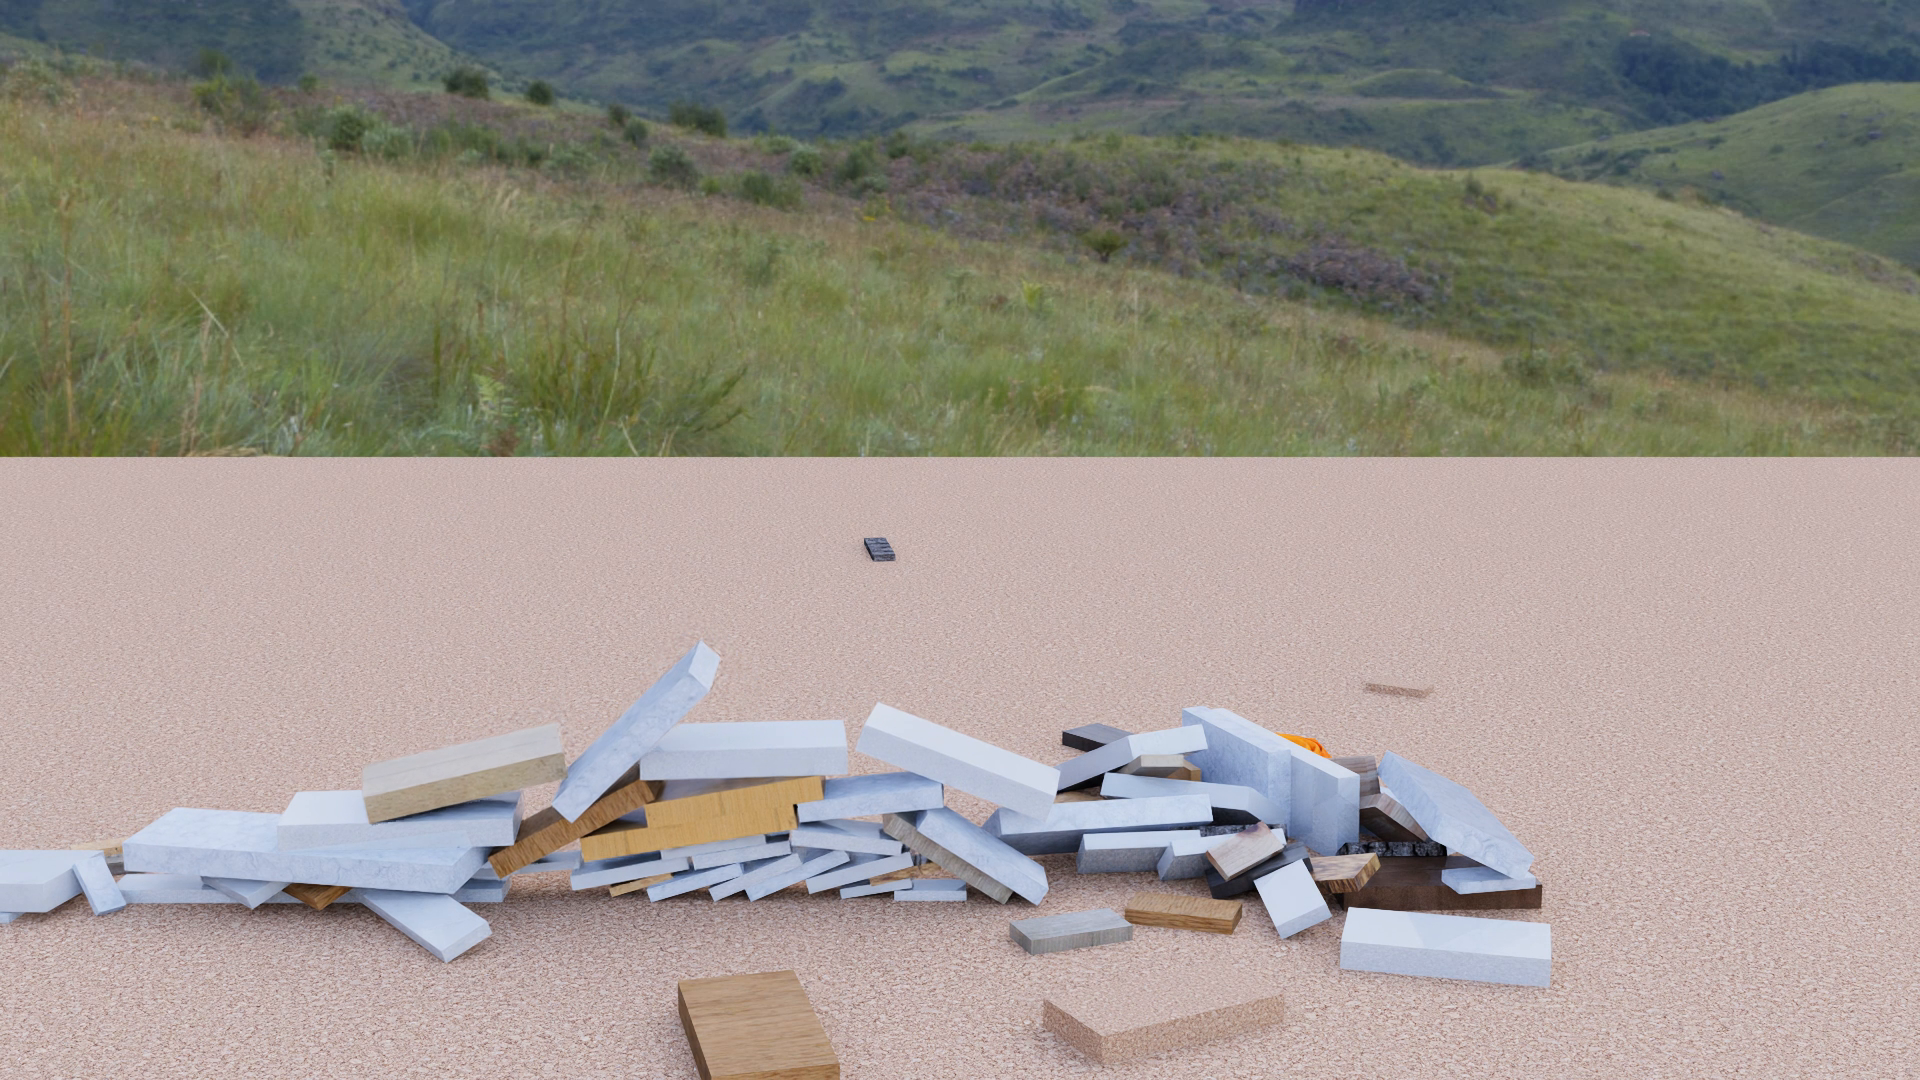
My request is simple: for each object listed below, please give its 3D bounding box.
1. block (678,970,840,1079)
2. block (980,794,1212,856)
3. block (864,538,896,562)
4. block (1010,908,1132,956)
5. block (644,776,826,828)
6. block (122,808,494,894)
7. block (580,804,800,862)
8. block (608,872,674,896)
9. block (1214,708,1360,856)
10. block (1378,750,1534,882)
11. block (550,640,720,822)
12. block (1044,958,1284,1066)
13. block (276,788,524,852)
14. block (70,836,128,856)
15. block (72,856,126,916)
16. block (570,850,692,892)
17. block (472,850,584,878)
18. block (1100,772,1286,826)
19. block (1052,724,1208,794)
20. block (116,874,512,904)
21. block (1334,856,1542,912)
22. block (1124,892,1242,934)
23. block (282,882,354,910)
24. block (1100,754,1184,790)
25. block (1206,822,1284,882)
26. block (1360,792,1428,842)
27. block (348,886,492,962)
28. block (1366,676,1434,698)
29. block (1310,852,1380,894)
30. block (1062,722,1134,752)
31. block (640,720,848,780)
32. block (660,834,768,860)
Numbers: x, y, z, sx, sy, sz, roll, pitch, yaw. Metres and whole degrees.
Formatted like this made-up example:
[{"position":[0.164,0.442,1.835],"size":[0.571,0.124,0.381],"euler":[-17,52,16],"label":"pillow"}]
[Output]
[{"position":[-0.282,0.684,3.031],"size":[0.169,0.048,0.338],"euler":[-3,11,-14],"label":"block"},{"position":[0.230,0.496,3.804],"size":[0.376,0.047,0.167],"euler":[-2,-22,-15],"label":"block"},{"position":[-0.243,0.028,6.644],"size":[0.067,0.019,0.288],"euler":[-1,11,-8],"label":"block"},{"position":[0.175,0.616,3.463],"size":[0.174,0.025,0.087],"euler":[-4,11,-21],"label":"block"},{"position":[-0.370,0.413,3.644],"size":[0.289,0.041,0.144],"euler":[-9,10,0],"label":"block"},{"position":[-1.064,0.506,3.598],"size":[0.564,0.048,0.169],"euler":[2,13,10],"label":"block"},{"position":[-0.443,0.465,3.655],"size":[0.354,0.041,0.144],"euler":[-9,10,2],"label":"block"},{"position":[-0.529,0.565,3.668],"size":[0.106,0.015,0.053],"euler":[-17,10,2],"label":"block"},{"position":[0.582,0.443,4.035],"size":[0.044,0.154,0.489],"euler":[-6,12,-21],"label":"block"},{"position":[0.835,0.464,3.744],"size":[0.163,0.046,0.456],"euler":[26,6,-4],"label":"block"},{"position":[-0.523,0.308,3.562],"size":[0.320,0.045,0.160],"euler":[-43,11,11],"label":"block"},{"position":[0.290,0.668,3.127],"size":[0.308,0.044,0.154],"euler":[-6,12,-29],"label":"block"},{"position":[-0.912,0.456,3.606],"size":[0.372,0.045,0.160],"euler":[-1,13,-5],"label":"block"},{"position":[-1.487,0.534,3.807],"size":[0.096,0.014,0.048],"euler":[-6,12,-29],"label":"block"},{"position":[-1.405,0.564,3.590],"size":[0.048,0.096,0.014],"euler":[-13,-27,-50],"label":"block"},{"position":[-0.547,0.541,3.664],"size":[0.194,0.024,0.086],"euler":[-11,10,-1],"label":"block"},{"position":[-0.777,0.546,3.675],"size":[0.289,0.015,0.053],"euler":[-5,10,-2],"label":"block"},{"position":[0.417,0.471,3.938],"size":[0.295,0.042,0.148],"euler":[2,-21,35],"label":"block"},{"position":[0.304,0.413,4.117],"size":[0.163,0.046,0.327],"euler":[-6,-14,-29],"label":"block"},{"position":[-1.078,0.580,3.663],"size":[0.645,0.023,0.080],"euler":[0,11,0],"label":"block"},{"position":[0.785,0.570,3.660],"size":[0.326,0.042,0.148],"euler":[0,11,-2],"label":"block"},{"position":[0.361,0.601,3.545],"size":[0.174,0.025,0.087],"euler":[3,11,18],"label":"block"},{"position":[-1.064,0.553,3.611],"size":[0.167,0.024,0.084],"euler":[12,37,43],"label":"block"},{"position":[0.330,0.432,4.033],"size":[0.075,0.021,0.380],"euler":[1,-14,-7],"label":"block"},{"position":[0.474,0.518,3.662],"size":[0.119,0.017,0.059],"euler":[-23,57,-25],"label":"block"},{"position":[0.743,0.486,3.822],"size":[0.102,0.029,0.203],"euler":[35,-11,1],"label":"block"},{"position":[-0.876,0.582,3.511],"size":[0.084,0.024,0.365],"euler":[-32,31,-31],"label":"block"},{"position":[0.998,0.334,4.992],"size":[0.136,0.019,0.068],"euler":[6,12,30],"label":"block"},{"position":[0.597,0.553,3.624],"size":[0.172,0.024,0.086],"euler":[-12,14,40],"label":"block"},{"position":[0.317,0.418,4.514],"size":[0.102,0.029,0.203],"euler":[-9,14,-40],"label":"block"},{"position":[-0.357,0.346,3.637],"size":[0.334,0.047,0.167],"euler":[-1,10,-5],"label":"block"},{"position":[-0.408,0.493,3.654],"size":[0.173,0.024,0.086],"euler":[-9,10,0],"label":"block"}]
